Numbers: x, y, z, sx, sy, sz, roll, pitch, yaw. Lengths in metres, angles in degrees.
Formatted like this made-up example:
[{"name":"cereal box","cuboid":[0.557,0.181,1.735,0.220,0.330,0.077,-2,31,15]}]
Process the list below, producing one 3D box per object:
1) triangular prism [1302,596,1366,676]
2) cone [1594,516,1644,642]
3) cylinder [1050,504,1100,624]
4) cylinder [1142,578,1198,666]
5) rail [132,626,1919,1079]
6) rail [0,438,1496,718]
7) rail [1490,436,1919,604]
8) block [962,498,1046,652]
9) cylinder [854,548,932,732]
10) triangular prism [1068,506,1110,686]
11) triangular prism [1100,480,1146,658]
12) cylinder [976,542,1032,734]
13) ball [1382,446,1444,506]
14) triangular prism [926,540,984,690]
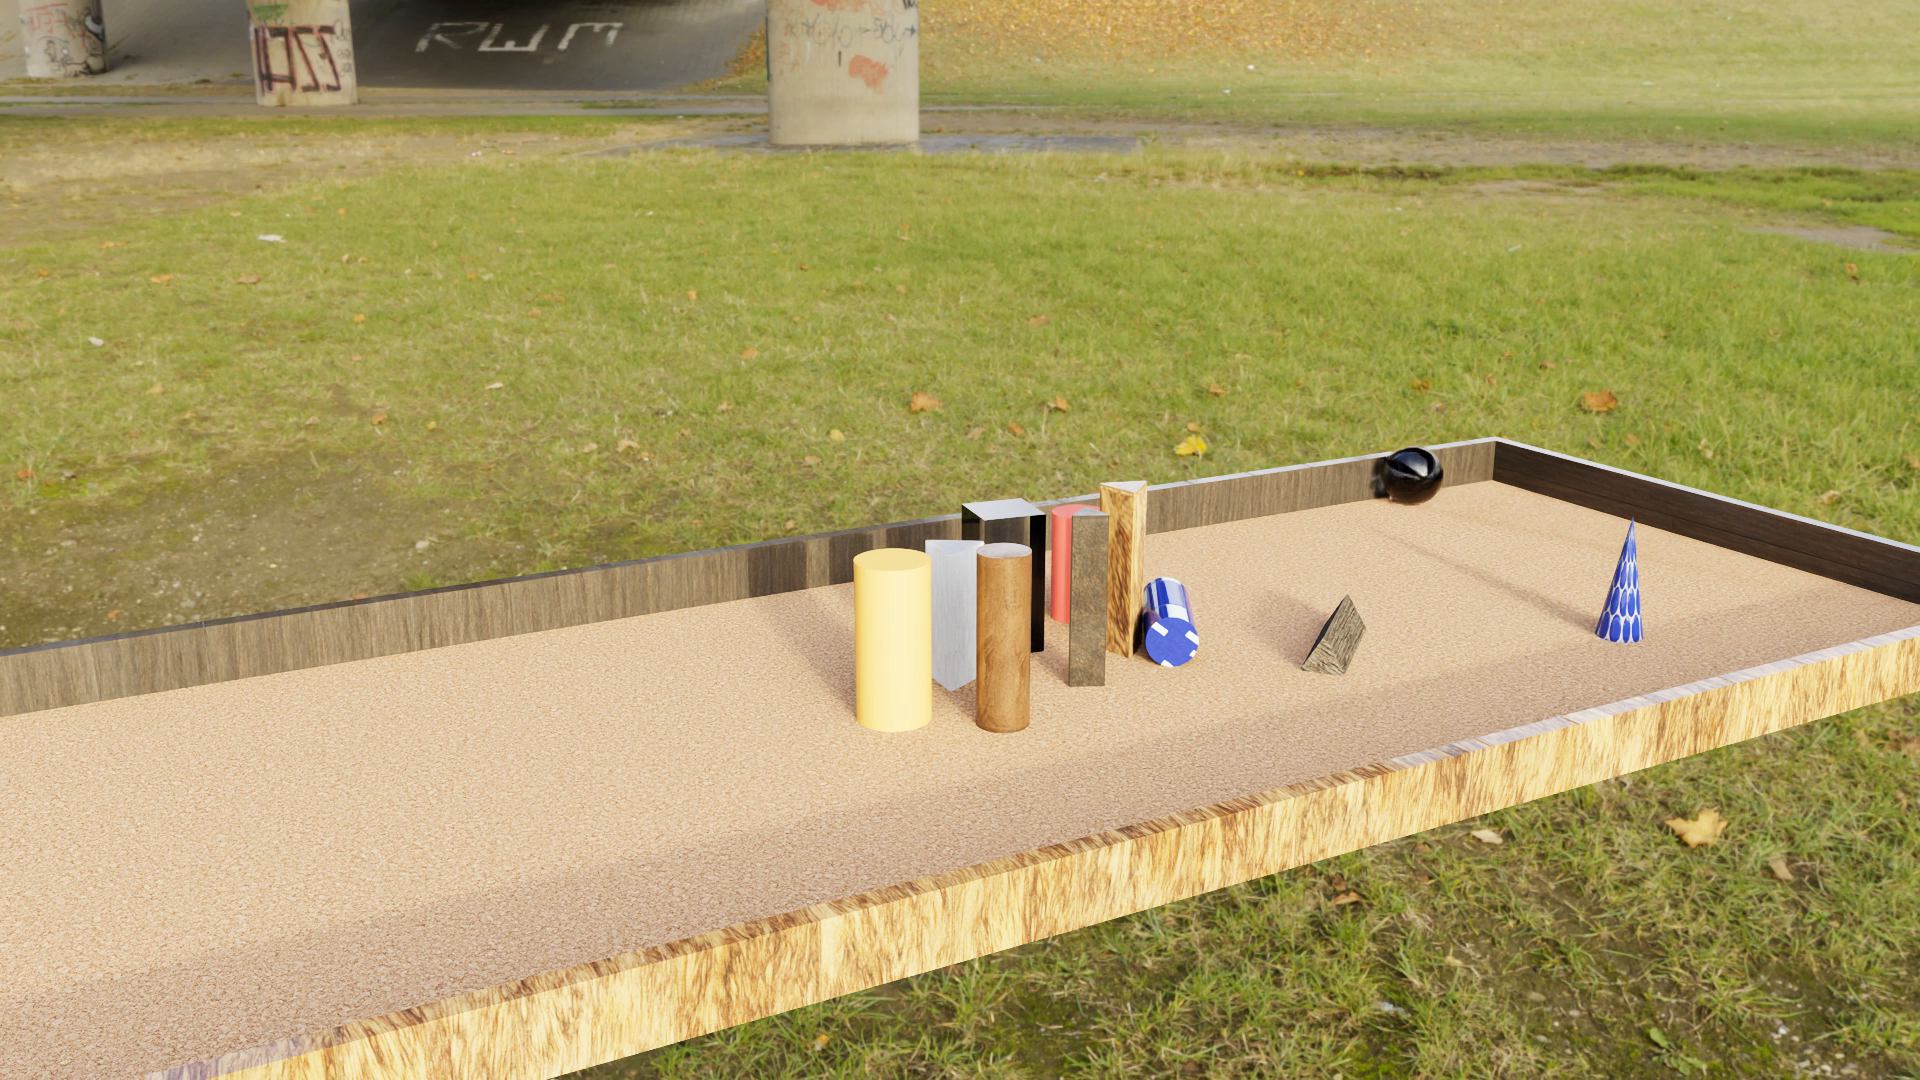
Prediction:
[{"name":"triangular prism","cuboid":[0.991,0.243,4.350,0.110,0.095,0.373,6,17,21]},{"name":"cone","cuboid":[1.788,0.097,4.428,0.123,0.336,0.123,0,16,0]},{"name":"cylinder","cuboid":[0.328,0.067,4.589,0.149,0.303,0.149,0,16,0]},{"name":"cylinder","cuboid":[0.554,0.214,4.386,0.135,0.135,0.334,1,16,3]},{"name":"rail","cuboid":[-2.336,1.006,1.665,12.000,0.150,0.050,-9,18,-27]},{"name":"rail","cuboid":[-3.305,0.497,3.399,12.000,0.150,0.050,-9,18,-27]},{"name":"rail","cuboid":[2.466,-0.048,5.253,0.050,0.150,2.100,-9,18,-27]},{"name":"block","cuboid":[0.113,0.099,4.350,0.170,0.376,0.170,-6,17,-19]},{"name":"cylinder","cuboid":[-0.156,0.233,3.867,0.180,0.392,0.180,0,16,0]},{"name":"triangular prism","cuboid":[0.313,0.142,4.088,0.090,0.443,0.078,-1,16,-3]},{"name":"triangular prism","cuboid":[0.444,0.071,4.318,0.107,0.448,0.124,-14,21,-39]},{"name":"cylinder","cuboid":[0.101,0.228,3.829,0.127,0.424,0.127,0,16,0]},{"name":"ball","cuboid":[1.580,-0.225,5.753,0.207,0.207,0.207,0,16,0]},{"name":"triangular prism","cuboid":[-0.033,0.179,4.123,0.123,0.352,0.143,11,19,32]}]
